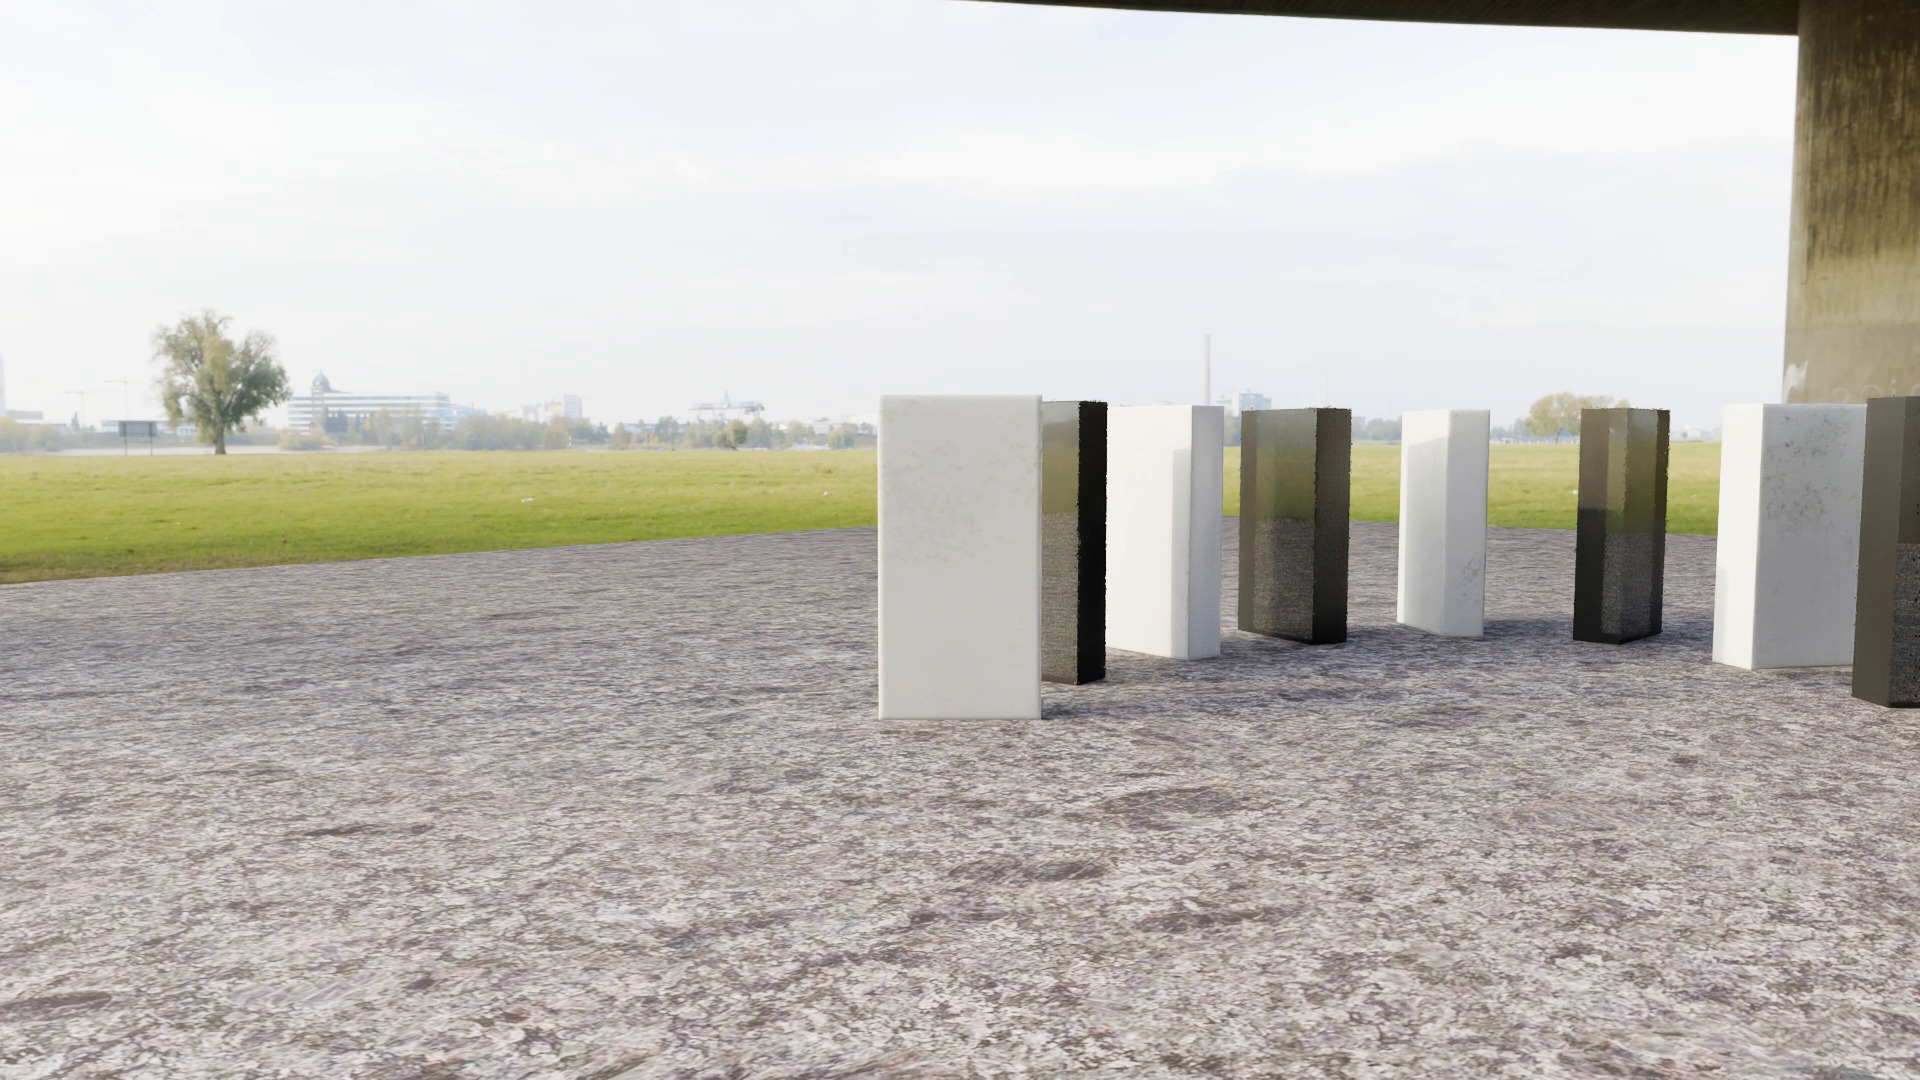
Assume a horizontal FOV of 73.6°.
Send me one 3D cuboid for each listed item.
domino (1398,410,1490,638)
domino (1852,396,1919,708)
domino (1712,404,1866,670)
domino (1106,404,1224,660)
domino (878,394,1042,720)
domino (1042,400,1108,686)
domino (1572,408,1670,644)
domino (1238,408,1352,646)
[{"bbox_3d":[0.110,-0.004,0.293,0.010,0.050,0.025,0,4,-3],"label":"domino"},{"bbox_3d":[0.162,0.002,0.209,0.025,0.050,0.010,0,4,3],"label":"domino"},{"bbox_3d":[0.161,-0.001,0.247,0.025,0.050,0.009,-1,4,-11],"label":"domino"},{"bbox_3d":[0.041,-0.002,0.263,0.009,0.050,0.025,-3,5,-38],"label":"domino"},{"bbox_3d":[0.000,0.002,0.201,0.025,0.050,0.009,0,4,0],"label":"domino"},{"bbox_3d":[0.014,0.000,0.236,0.025,0.050,0.009,3,5,38],"label":"domino"},{"bbox_3d":[0.145,-0.004,0.282,0.025,0.050,0.010,-4,6,-43],"label":"domino"},{"bbox_3d":[0.073,-0.004,0.283,0.009,0.050,0.025,-2,5,-26],"label":"domino"}]
